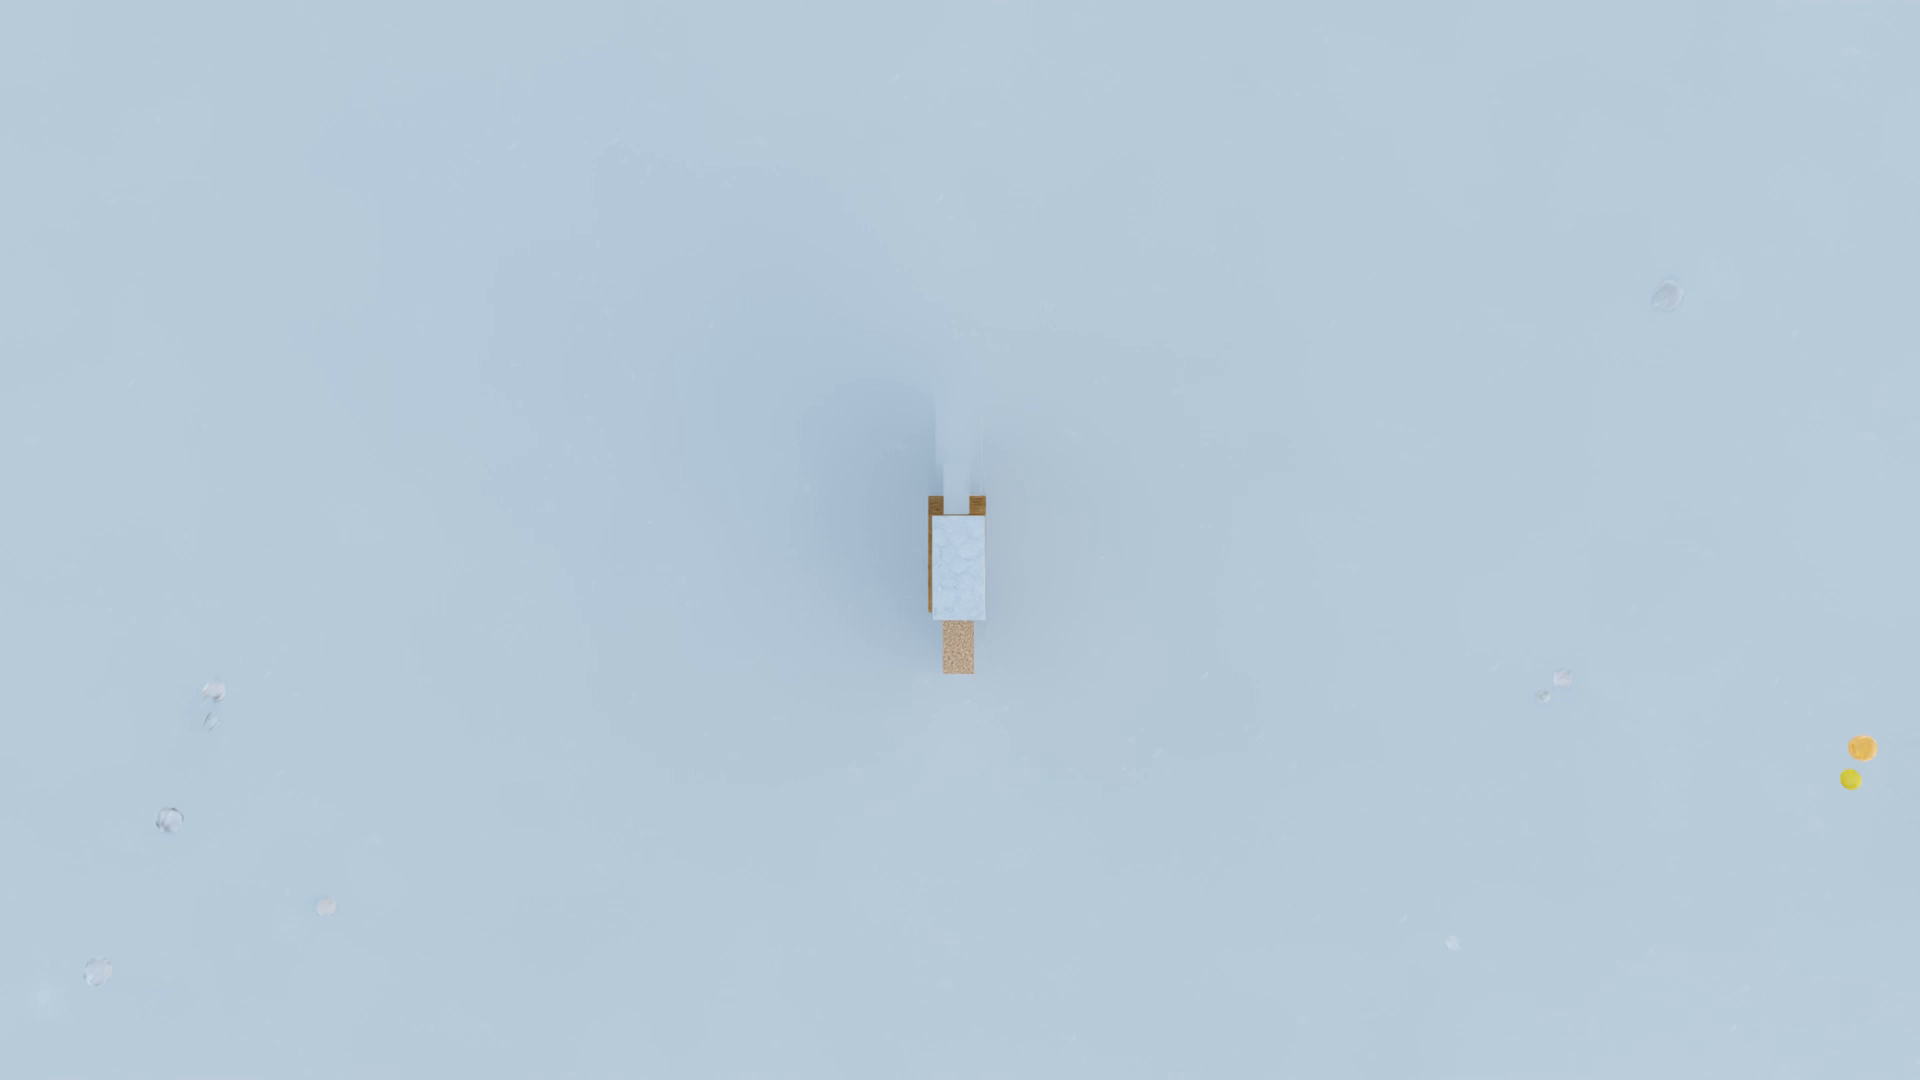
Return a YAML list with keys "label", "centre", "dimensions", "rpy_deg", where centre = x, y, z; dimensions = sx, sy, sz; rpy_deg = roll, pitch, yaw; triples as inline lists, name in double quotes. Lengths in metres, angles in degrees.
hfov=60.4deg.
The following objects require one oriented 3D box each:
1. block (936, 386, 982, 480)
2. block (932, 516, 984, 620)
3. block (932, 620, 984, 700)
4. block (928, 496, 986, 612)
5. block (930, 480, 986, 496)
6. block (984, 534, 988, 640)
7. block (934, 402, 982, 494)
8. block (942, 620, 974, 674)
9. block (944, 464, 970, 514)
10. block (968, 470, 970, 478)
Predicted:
- label: "block"
  centre: [-0.003, -0.304, 4.752]
  dimensions: [0.136, 0.039, 0.273]
  rpy_deg: [0, 90, 0]
- label: "block"
  centre: [-0.003, 0.066, 3.911]
  dimensions: [0.123, 0.035, 0.247]
  rpy_deg: [0, 90, 0]
- label: "block"
  centre: [-0.005, 0.297, 4.561]
  dimensions: [0.143, 0.041, 0.286]
  rpy_deg: [0, 90, 0]
- label: "block"
  centre: [-0.007, 0.036, 4.196]
  dimensions: [0.148, 0.042, 0.295]
  rpy_deg: [0, 90, 0]
- label: "block"
  centre: [-0.005, -0.007, 4.534]
  dimensions: [0.156, 0.044, 0.311]
  rpy_deg: [0, 90, 0]
- label: "block"
  centre: [0.001, 0.140, 4.890]
  dimensions: [0.158, 0.045, 0.316]
  rpy_deg: [0, 90, 0]
- label: "block"
  centre: [-0.004, -0.236, 4.258]
  dimensions: [0.118, 0.034, 0.237]
  rpy_deg: [0, 90, 1]
- label: "block"
  centre: [-0.004, 0.271, 4.362]
  dimensions: [0.083, 0.024, 0.167]
  rpy_deg: [0, 90, 0]
- label: "block"
  centre: [-0.009, -0.125, 4.042]
  dimensions: [0.062, 0.018, 0.124]
  rpy_deg: [0, 90, 1]
- label: "block"
  centre: [-0.009, -0.166, 4.146]
  dimensions: [0.062, 0.191, 0.018]
  rpy_deg: [0, 90, 1]
